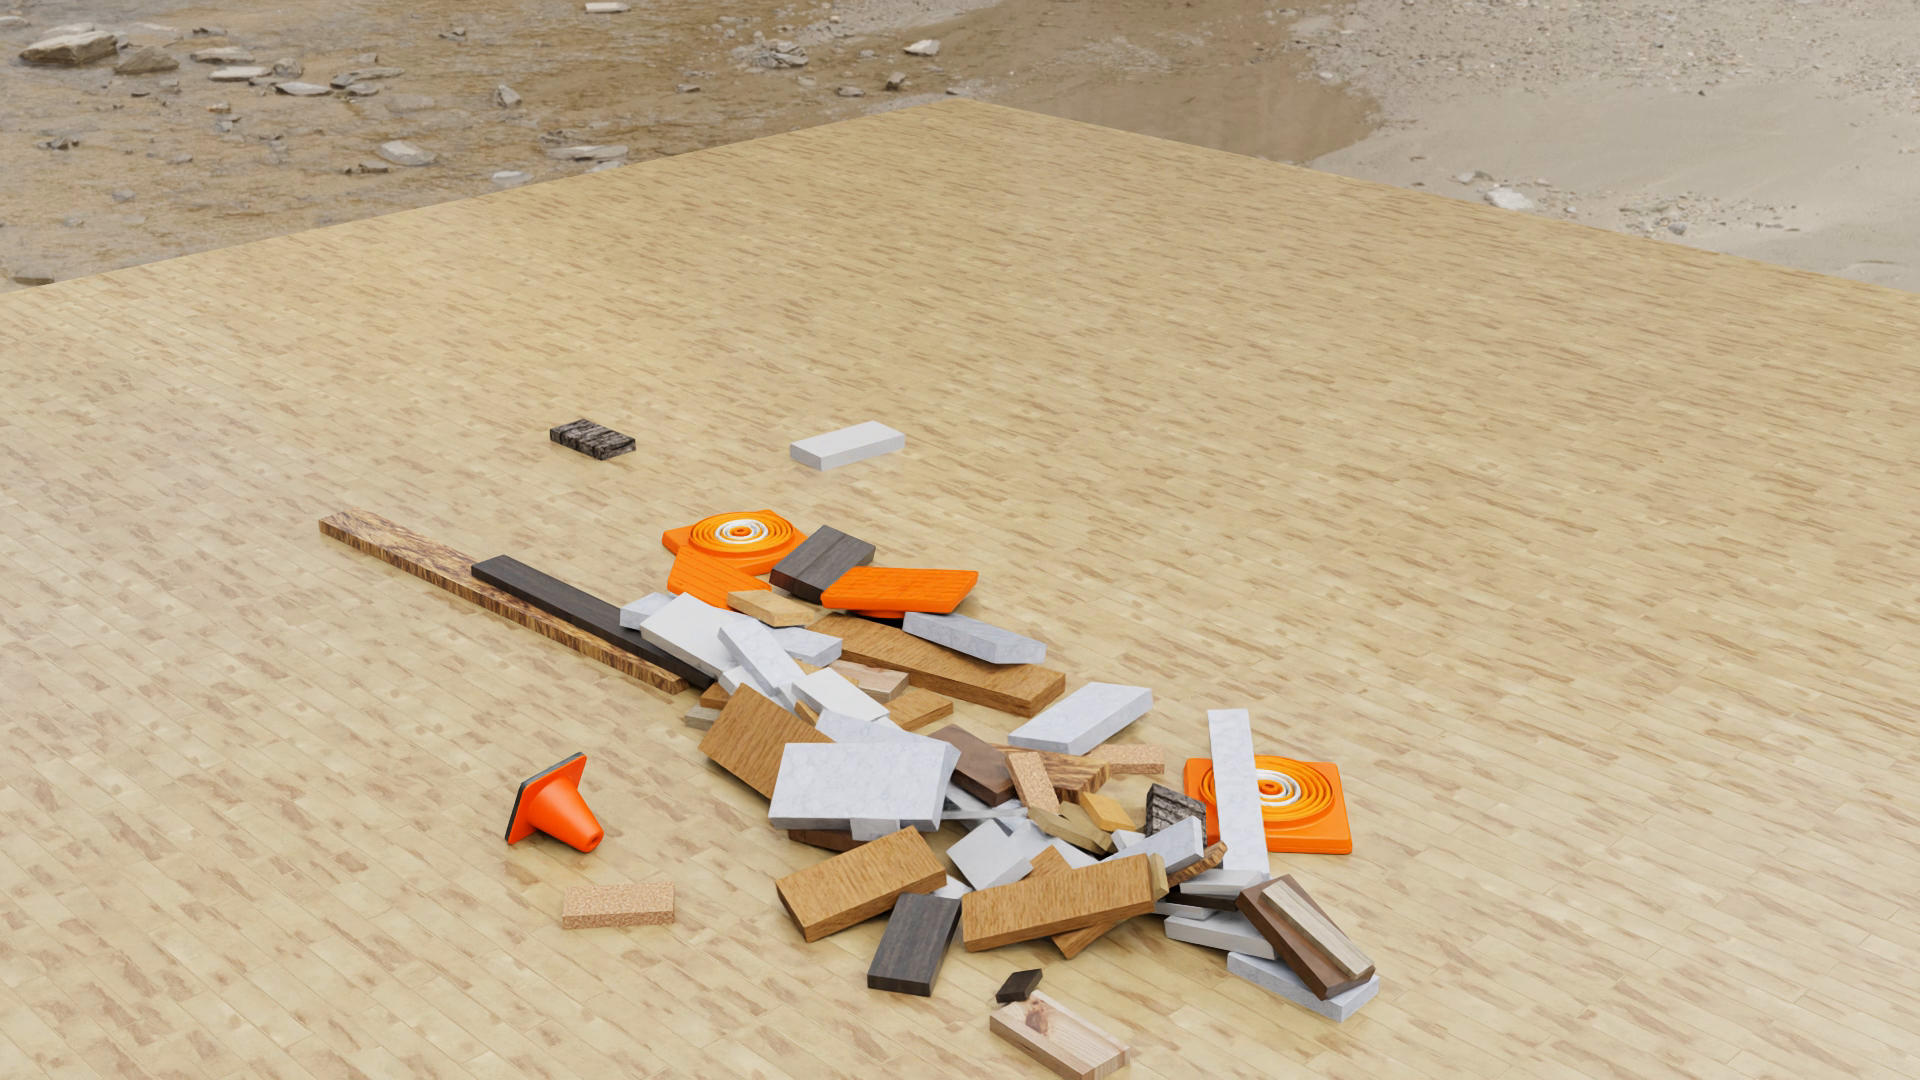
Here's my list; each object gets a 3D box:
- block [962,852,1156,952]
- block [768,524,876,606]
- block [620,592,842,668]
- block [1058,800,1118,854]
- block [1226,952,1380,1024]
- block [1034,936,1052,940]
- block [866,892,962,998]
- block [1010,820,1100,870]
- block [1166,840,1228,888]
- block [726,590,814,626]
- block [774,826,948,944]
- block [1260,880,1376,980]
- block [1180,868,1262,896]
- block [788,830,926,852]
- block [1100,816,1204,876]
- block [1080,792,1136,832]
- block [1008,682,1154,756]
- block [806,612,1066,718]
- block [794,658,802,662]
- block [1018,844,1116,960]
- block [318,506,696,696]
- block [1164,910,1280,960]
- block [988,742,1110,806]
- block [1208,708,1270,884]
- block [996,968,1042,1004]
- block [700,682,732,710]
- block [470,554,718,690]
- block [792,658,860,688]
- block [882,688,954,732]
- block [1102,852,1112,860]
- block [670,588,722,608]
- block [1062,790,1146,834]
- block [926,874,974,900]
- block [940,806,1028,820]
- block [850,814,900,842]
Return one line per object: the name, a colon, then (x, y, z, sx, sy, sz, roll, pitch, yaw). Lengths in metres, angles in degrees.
block: (0.177, 0.659, 3.994, 0.350, 0.032, 0.112, -15, 39, 11)
block: (-0.343, 0.061, 5.516, 0.151, 0.043, 0.301, 23, 29, 14)
block: (-0.530, 0.213, 5.077, 0.501, 0.043, 0.151, 13, 18, 21)
block: (0.269, 0.564, 4.278, 0.081, 0.023, 0.162, 23, 9, -41)
block: (0.608, 0.769, 3.904, 0.240, 0.034, 0.120, 19, 30, 38)
block: (0.160, 0.708, 4.076, 0.049, 0.014, 0.097, 1, 23, 2)
block: (-0.080, 0.727, 3.964, 0.114, 0.032, 0.229, 6, 32, 13)
block: (0.168, 0.620, 4.167, 0.109, 0.031, 0.239, -46, 36, -16)
block: (0.420, 0.601, 4.036, 0.144, 0.019, 0.067, -32, 3, 31)
block: (-0.447, 0.159, 5.165, 0.107, 0.030, 0.214, -3, 14, -37)
block: (-0.185, 0.641, 4.108, 0.286, 0.041, 0.143, -20, 37, -18)
block: (0.626, 0.683, 3.861, 0.054, 0.015, 0.224, -20, 50, -41)
block: (0.475, 0.623, 4.007, 0.134, 0.019, 0.067, -4, 14, 36)
block: (-0.204, 0.571, 4.322, 0.257, 0.032, 0.114, 6, 22, 37)
block: (0.343, 0.598, 4.081, 0.256, 0.023, 0.081, -32, 40, 32)
block: (0.288, 0.536, 4.307, 0.072, 0.020, 0.144, 14, 12, -16)
block: (0.262, 0.391, 4.743, 0.159, 0.045, 0.318, 4, 20, 39)
block: (-0.075, 0.282, 5.039, 0.634, 0.045, 0.159, 14, 26, 29)
block: (-0.438, 0.296, 4.956, 0.163, 0.081, 0.023, 10, 12, 22)
block: (0.184, 0.664, 4.046, 0.109, 0.031, 0.219, -37, 40, -5)
block: (-1.127, 0.130, 5.411, 1.416, 0.035, 0.123, 20, 30, 38)
block: (0.504, 0.701, 3.995, 0.240, 0.034, 0.120, 3, 19, 43)
block: (0.149, 0.483, 4.527, 0.286, 0.041, 0.143, 5, 23, 30)
block: (0.553, 0.502, 4.392, 0.085, 0.024, 0.617, -2, 25, 4)
block: (0.104, 0.781, 3.852, 0.054, 0.015, 0.109, -12, 7, 20)
block: (-0.480, 0.351, 4.834, 0.163, 0.023, 0.081, 8, 24, 17)
block: (-0.851, 0.185, 5.200, 0.909, 0.028, 0.099, 21, 30, 40)
block: (-0.332, 0.331, 4.847, 0.214, 0.107, 0.030, 15, -8, 31)
block: (-0.120, 0.383, 4.822, 0.197, 0.028, 0.099, -21, 30, -40)
block: (0.364, 0.597, 4.323, 0.085, 0.024, 0.170, 18, 29, 36)
block: (-0.648, 0.184, 5.283, 0.123, 0.035, 0.246, 0, 23, 0)
block: (0.308, 0.551, 4.381, 0.101, 0.029, 0.203, -20, 21, -35)
block: (-0.092, 0.655, 4.175, 0.113, 0.032, 0.225, -21, 31, -40)
block: (-0.001, 0.541, 4.340, 0.285, 0.014, 0.049, -7, -3, 32)
block: (-0.162, 0.554, 4.225, 0.097, 0.049, 0.014, 0, 19, 22)
